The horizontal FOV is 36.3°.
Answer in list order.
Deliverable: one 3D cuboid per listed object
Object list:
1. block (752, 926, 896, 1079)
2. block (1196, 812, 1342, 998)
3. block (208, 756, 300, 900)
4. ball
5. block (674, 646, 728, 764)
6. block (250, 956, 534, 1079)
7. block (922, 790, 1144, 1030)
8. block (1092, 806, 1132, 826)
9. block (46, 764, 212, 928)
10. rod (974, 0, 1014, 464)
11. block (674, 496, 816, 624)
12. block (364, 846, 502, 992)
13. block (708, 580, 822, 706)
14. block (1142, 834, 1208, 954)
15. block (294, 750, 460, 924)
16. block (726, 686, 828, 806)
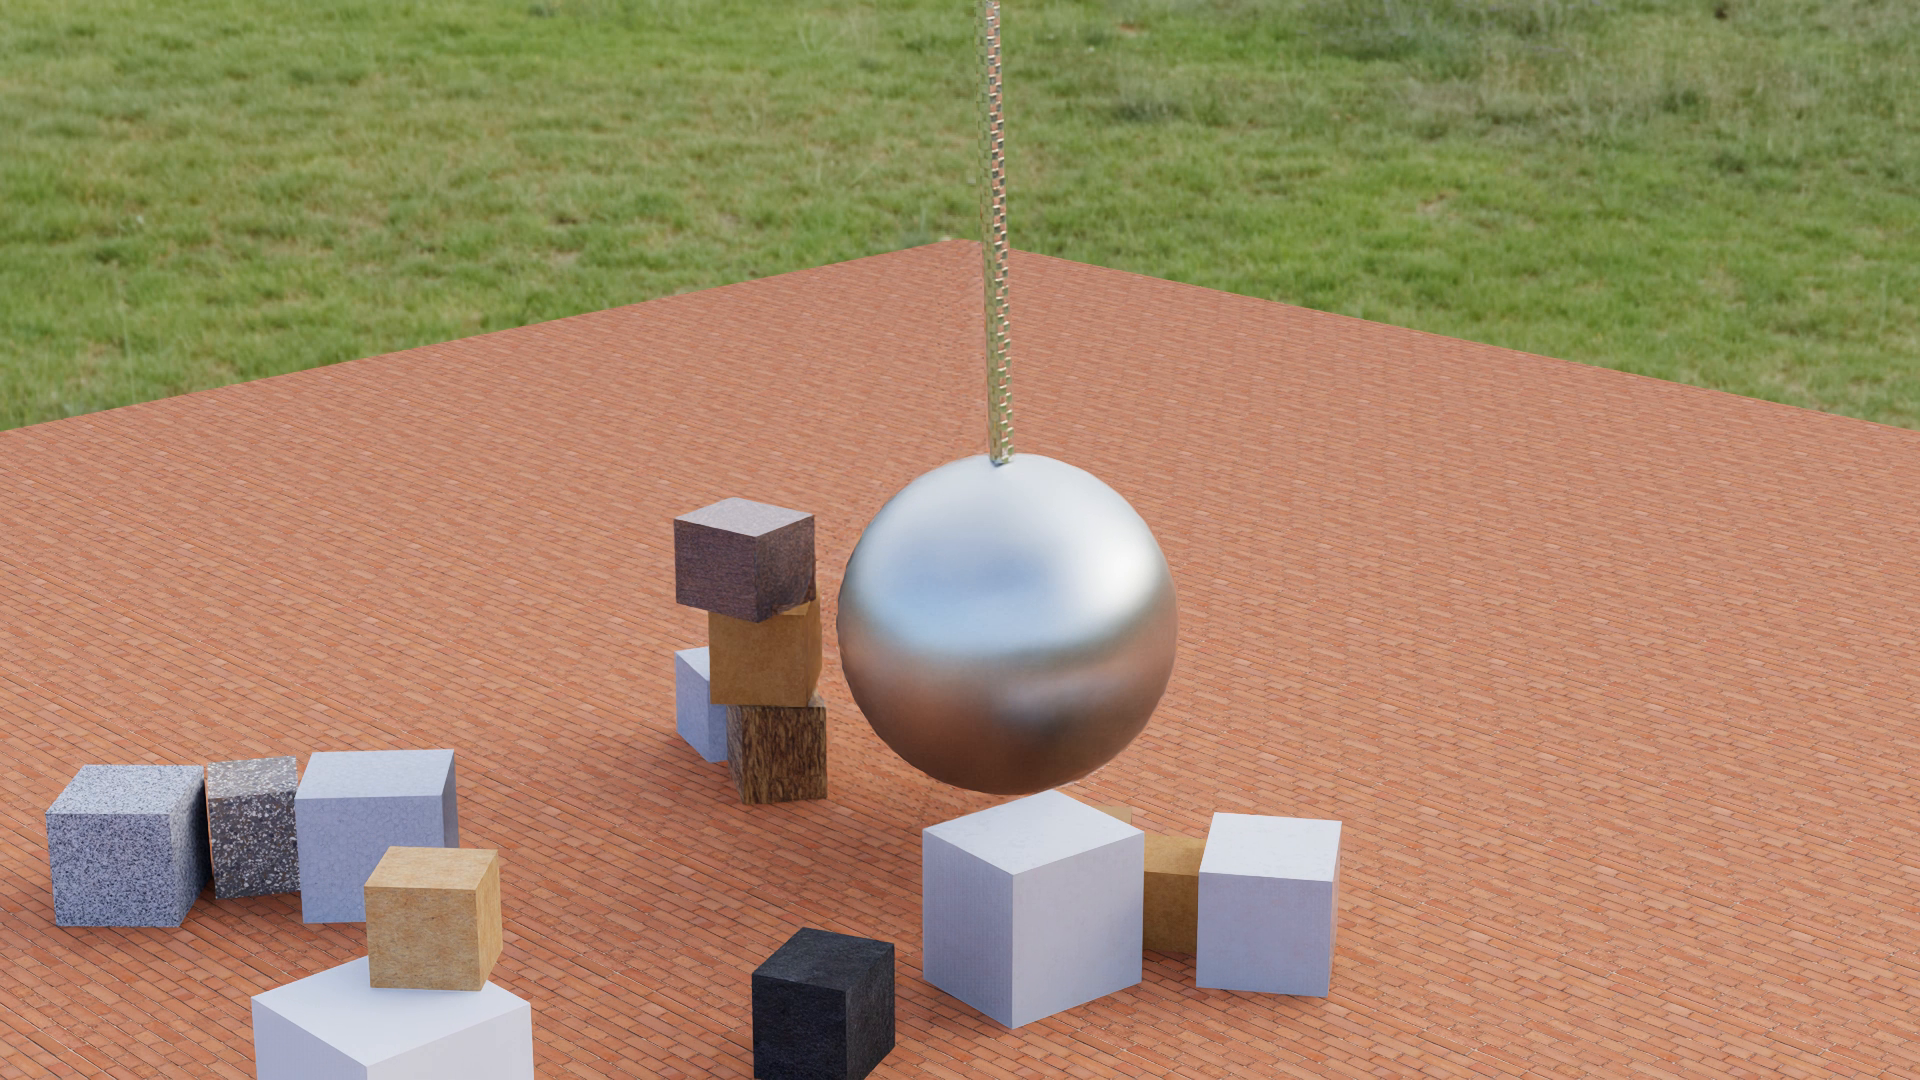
[{"bbox_3d":[-0.538,1.868,11.642,0.406,0.455,0.465,7,19,22],"label":"block"},{"bbox_3d":[1.324,1.551,12.529,0.552,0.528,0.647,3,18,10],"label":"block"},{"bbox_3d":[-3.209,1.307,13.373,0.396,0.489,0.442,-4,18,-13],"label":"block"},{"bbox_3d":[0.222,0.389,13.696,1.600,1.600,1.600,0,17,0],"label":"ball"},{"bbox_3d":[-1.170,0.822,14.991,0.426,0.443,0.481,-8,19,-24],"label":"block"},{"bbox_3d":[-2.095,2.004,10.878,0.707,0.654,0.760,-16,24,-42],"label":"block"},{"bbox_3d":[0.305,1.537,12.308,0.707,0.687,0.597,-13,22,-36],"label":"block"},{"bbox_3d":[0.601,1.418,13.294,0.343,0.324,0.327,2,18,5],"label":"block"},{"bbox_3d":[-3.708,1.363,13.112,0.542,0.537,0.569,0,17,1],"label":"block"},{"bbox_3d":[0.096,-2.813,12.558,0.080,5.200,0.080,17,27,42],"label":"rod"},{"bbox_3d":[-1.038,0.091,14.168,0.510,0.430,0.444,12,21,34],"label":"block"},{"bbox_3d":[-1.967,1.415,10.979,0.416,0.410,0.367,1,17,4],"label":"block"},{"bbox_3d":[-0.951,0.498,14.379,0.471,0.472,0.525,2,18,5],"label":"block"},{"bbox_3d":[0.909,1.543,12.826,0.352,0.365,0.402,4,18,12],"label":"block"},{"bbox_3d":[-2.601,1.323,13.146,0.637,0.594,0.549,-1,17,-4],"label":"block"},{"bbox_3d":[-0.907,0.974,14.448,0.414,0.479,0.503,-4,18,-13],"label":"block"}]
